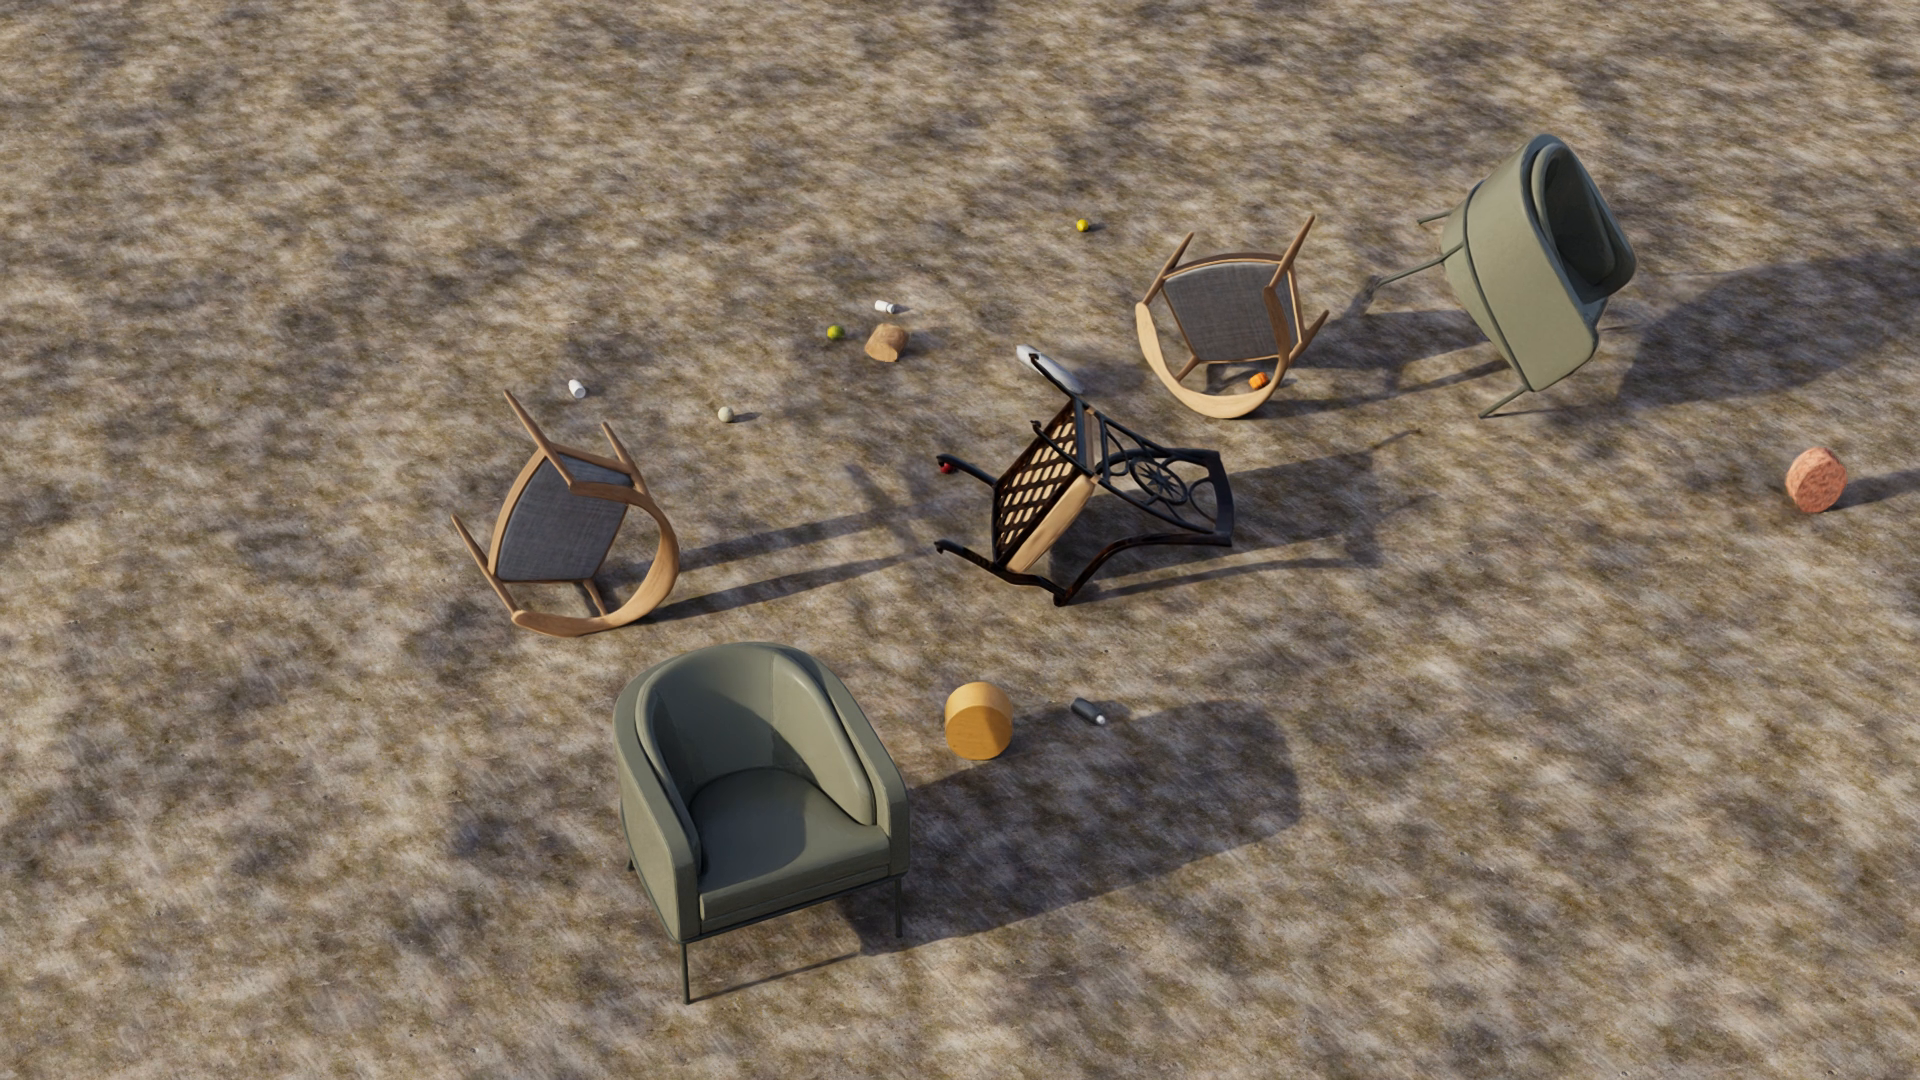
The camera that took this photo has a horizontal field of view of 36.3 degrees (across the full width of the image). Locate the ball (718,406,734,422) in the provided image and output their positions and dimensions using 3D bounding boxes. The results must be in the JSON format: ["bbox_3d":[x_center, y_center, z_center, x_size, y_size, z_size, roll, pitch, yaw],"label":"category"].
[{"bbox_3d":[-0.929,-0.499,11.644,0.063,0.063,0.063,0,33,0],"label":"ball"}]

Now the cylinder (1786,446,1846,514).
[{"bbox_3d":[3.233,-0.226,11.076,0.184,0.235,0.105,9,31,-15],"label":"cylinder"}]

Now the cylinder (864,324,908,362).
[{"bbox_3d":[-0.302,-0.815,12.106,0.142,0.081,0.163,16,36,8],"label":"cylinder"}]

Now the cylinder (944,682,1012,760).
[{"bbox_3d":[0.061,0.607,9.815,0.221,0.230,0.133,8,33,-6],"label":"cylinder"}]

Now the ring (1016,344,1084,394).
[{"bbox_3d":[0.363,-0.686,11.796,0.322,0.072,0.234,34,3,-5],"label":"ring"}]
